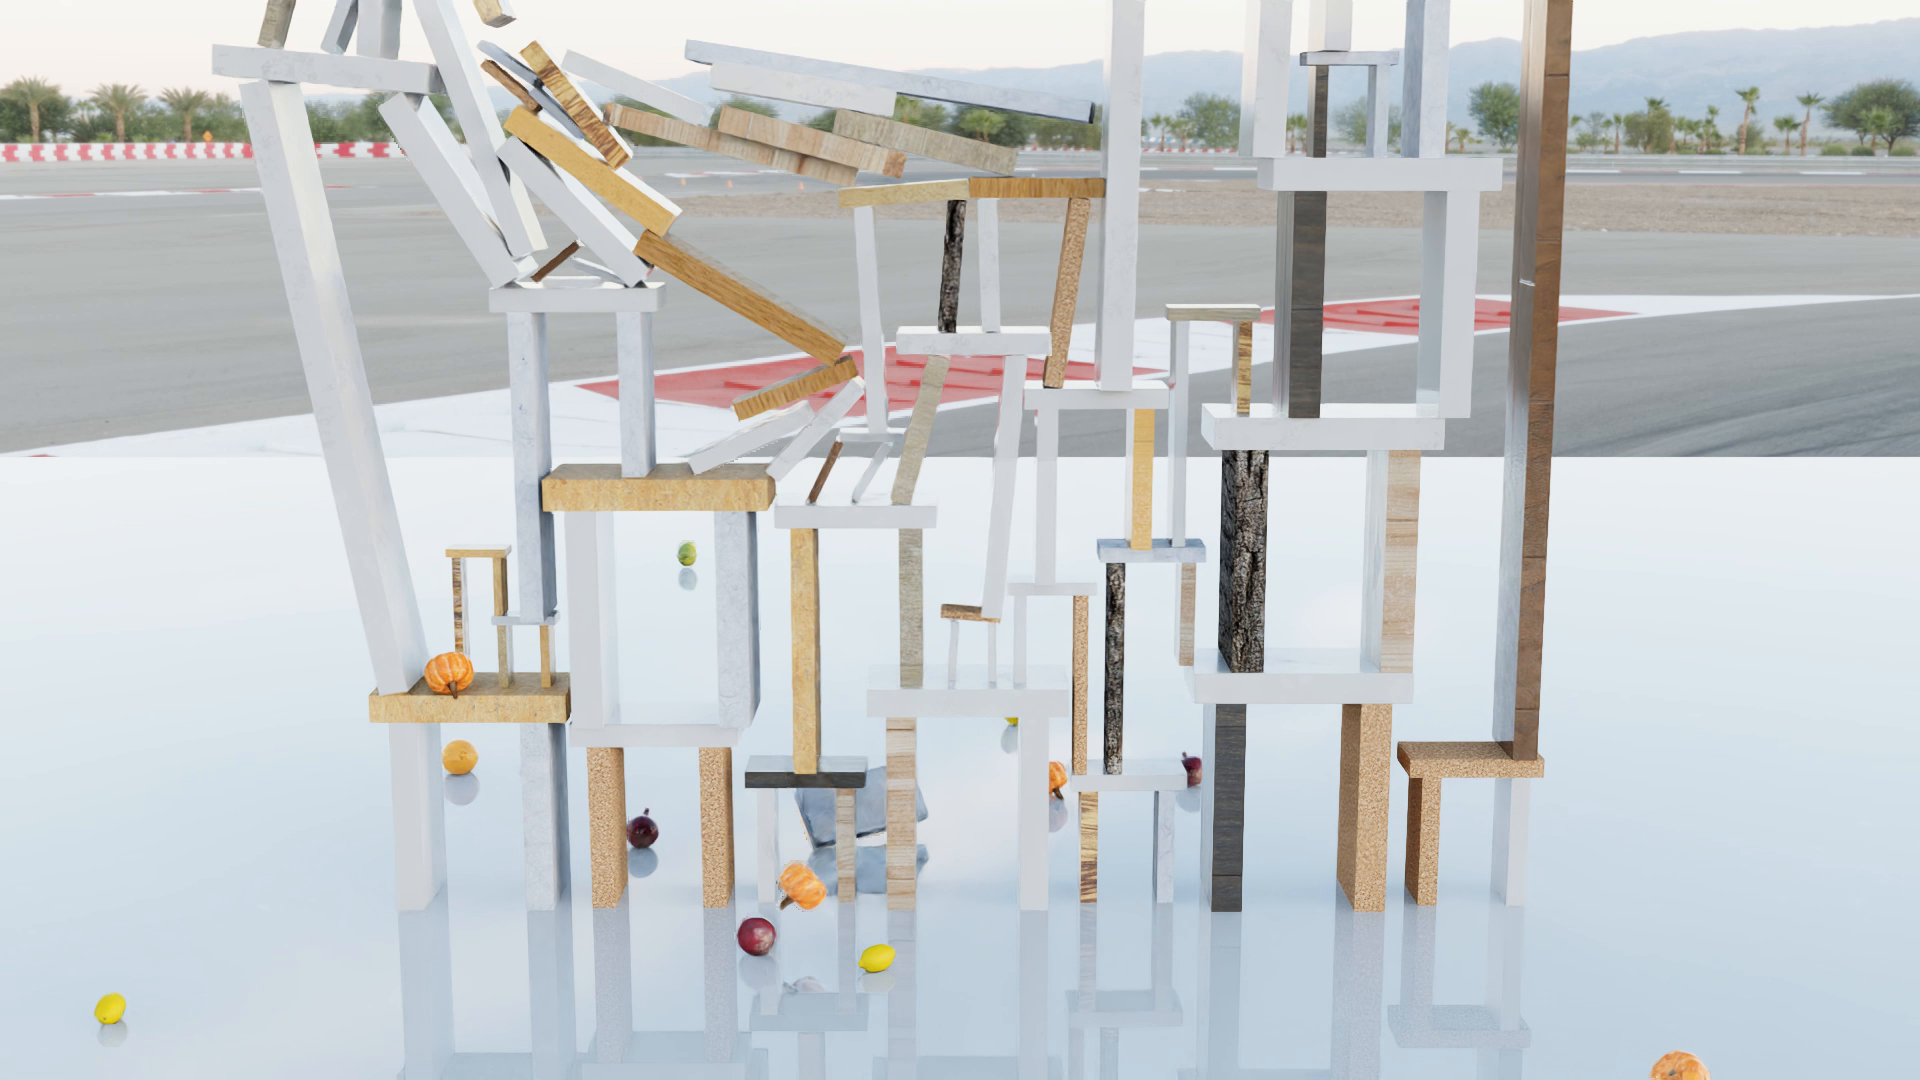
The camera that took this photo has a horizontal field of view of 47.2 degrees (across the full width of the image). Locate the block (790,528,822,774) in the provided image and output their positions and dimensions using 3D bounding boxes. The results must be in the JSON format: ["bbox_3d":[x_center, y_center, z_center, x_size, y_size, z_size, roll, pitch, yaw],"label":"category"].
[{"bbox_3d":[-0.251,0.170,3.594,0.037,0.406,0.130,0,11,0],"label":"block"}]

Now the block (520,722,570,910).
[{"bbox_3d":[-0.686,0.435,3.640,0.045,0.316,0.158,0,11,0],"label":"block"}]

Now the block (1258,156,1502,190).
[{"bbox_3d":[0.653,-0.575,3.447,0.350,0.050,0.175,0,11,0],"label":"block"}]

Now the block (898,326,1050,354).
[{"bbox_3d":[0.021,-0.318,3.503,0.239,0.034,0.119,0,11,0],"label":"block"}]

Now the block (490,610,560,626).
[{"bbox_3d":[-0.707,0.126,3.584,0.104,0.015,0.052,0,11,0],"label":"block"}]

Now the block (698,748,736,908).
[{"bbox_3d":[-0.402,0.456,3.645,0.039,0.272,0.136,0,11,0],"label":"block"}]

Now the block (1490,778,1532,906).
[{"bbox_3d":[0.912,0.483,3.646,0.031,0.218,0.109,0,11,0],"label":"block"}]

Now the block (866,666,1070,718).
[{"bbox_3d":[0.013,0.247,3.608,0.325,0.046,0.162,0,11,0],"label":"block"}]

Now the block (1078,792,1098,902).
[{"bbox_3d":[0.212,0.496,3.654,0.027,0.191,0.095,0,11,0],"label":"block"}]

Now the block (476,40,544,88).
[{"bbox_3d":[-0.697,-0.740,3.415,0.105,0.015,0.053,34,10,1],"label":"block"}]

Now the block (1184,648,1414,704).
[{"bbox_3d":[0.550,0.221,3.600,0.350,0.050,0.175,0,11,0],"label":"block"}]

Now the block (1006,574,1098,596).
[{"bbox_3d":[0.148,0.072,3.570,0.146,0.021,0.073,0,11,0],"label":"block"}]

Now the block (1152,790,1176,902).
[{"bbox_3d":[0.338,0.495,3.655,0.027,0.191,0.095,0,11,0],"label":"block"}]

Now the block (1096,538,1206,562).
[{"bbox_3d":[0.310,0.017,3.568,0.170,0.024,0.085,0,11,-1],"label":"block"}]

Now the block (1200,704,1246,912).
[{"bbox_3d":[0.434,0.418,3.637,0.050,0.350,0.175,0,11,0],"label":"block"}]

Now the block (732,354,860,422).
[{"bbox_3d":[-0.263,-0.244,3.515,0.203,0.029,0.101,-21,10,-2],"label":"block"}]

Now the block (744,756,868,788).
[{"bbox_3d":[-0.253,0.383,3.634,0.196,0.028,0.098,0,11,0],"label":"block"}]

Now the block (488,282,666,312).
[{"bbox_3d":[-0.604,-0.385,3.488,0.260,0.037,0.130,0,11,0],"label":"block"}]

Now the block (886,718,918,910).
[{"bbox_3d":[-0.096,0.430,3.642,0.046,0.325,0.162,0,11,0],"label":"block"}]

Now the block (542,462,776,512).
[{"bbox_3d":[-0.479,-0.086,3.539,0.353,0.050,0.176,0,11,0],"label":"block"}]

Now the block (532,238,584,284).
[{"bbox_3d":[-0.634,-0.440,3.469,0.092,0.013,0.046,-38,11,5],"label":"block"}]

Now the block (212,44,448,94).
[{"bbox_3d":[-0.974,-0.731,3.420,0.325,0.046,0.162,5,10,-1],"label":"block"}]

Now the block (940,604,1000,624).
[{"bbox_3d":[0.017,0.119,3.578,0.098,0.014,0.049,5,11,-1],"label":"block"}]

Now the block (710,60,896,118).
[{"bbox_3d":[-0.244,-0.703,3.437,0.284,0.040,0.142,8,9,-5],"label":"block"}]

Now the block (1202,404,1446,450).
[{"bbox_3d":[0.578,-0.183,3.529,0.360,0.051,0.180,0,11,0],"label":"block"}]

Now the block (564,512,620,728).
[{"bbox_3d":[-0.597,0.112,3.576,0.050,0.353,0.176,0,11,0],"label":"block"}]

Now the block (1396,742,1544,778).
[{"bbox_3d":[0.840,0.361,3.623,0.218,0.031,0.109,0,11,0],"label":"block"}]

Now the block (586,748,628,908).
[{"bbox_3d":[-0.583,0.456,3.645,0.039,0.272,0.136,0,11,0],"label":"block"}]

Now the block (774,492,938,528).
[{"bbox_3d":[-0.165,-0.048,3.554,0.259,0.037,0.130,0,11,0],"label":"block"}]

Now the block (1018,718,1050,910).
[{"bbox_3d":[0.121,0.430,3.642,0.046,0.325,0.162,0,11,0],"label":"block"}]

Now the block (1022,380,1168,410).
[{"bbox_3d":[0.214,-0.232,3.513,0.227,0.032,0.113,0,11,-1],"label":"block"}]

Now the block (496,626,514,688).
[{"bbox_3d":[-0.743,0.184,3.595,0.015,0.103,0.052,0,11,0],"label":"block"}]

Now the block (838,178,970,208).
[{"bbox_3d":[-0.087,-0.545,3.459,0.203,0.029,0.102,-4,10,1],"label":"block"}]

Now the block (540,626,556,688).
[{"bbox_3d":[-0.674,0.184,3.595,0.015,0.103,0.052,0,11,0],"label":"block"}]

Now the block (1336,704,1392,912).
[{"bbox_3d":[0.668,0.418,3.637,0.050,0.350,0.175,0,11,0],"label":"block"}]

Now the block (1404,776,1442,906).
[{"bbox_3d":[0.767,0.483,3.646,0.031,0.218,0.109,0,11,0],"label":"block"}]

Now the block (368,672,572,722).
[{"bbox_3d":[-0.791,0.257,3.608,0.316,0.045,0.158,0,11,0],"label":"block"}]

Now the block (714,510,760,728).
[{"bbox_3d":[-0.361,0.112,3.577,0.050,0.353,0.176,0,11,0],"label":"block"}]

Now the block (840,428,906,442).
[{"bbox_3d":[-0.140,-0.168,3.527,0.104,0.015,0.052,0,10,0],"label":"block"}]

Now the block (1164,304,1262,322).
[{"bbox_3d":[0.402,-0.362,3.498,0.146,0.021,0.073,0,11,1],"label":"block"}]

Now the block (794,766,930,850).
[{"bbox_3d":[-0.176,0.475,3.950,0.220,0.110,0.031,-12,-24,-25],"label":"block"}]

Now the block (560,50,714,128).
[{"bbox_3d":[-0.501,-0.702,3.425,0.227,0.032,0.113,22,8,-3],"label":"block"}]

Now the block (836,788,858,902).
[{"bbox_3d":[-0.188,0.493,3.655,0.028,0.196,0.098,0,11,0],"label":"block"}]

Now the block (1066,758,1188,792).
[{"bbox_3d":[0.275,0.388,3.637,0.191,0.027,0.095,0,11,-2],"label":"block"}]

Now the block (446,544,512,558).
[{"bbox_3d":[-0.781,0.017,3.566,0.096,0.014,0.048,0,11,1],"label":"block"}]

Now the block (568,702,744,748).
[{"bbox_3d":[-0.495,0.304,3.616,0.272,0.039,0.136,0,11,0],"label":"block"}]

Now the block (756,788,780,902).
[{"bbox_3d":[-0.318,0.493,3.655,0.028,0.196,0.098,0,11,0],"label":"block"}]

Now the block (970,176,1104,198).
[{"bbox_3d":[0.119,-0.554,3.453,0.209,0.030,0.104,0,11,0],"label":"block"}]

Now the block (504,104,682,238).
[{"bbox_3d":[-0.572,-0.581,3.449,0.291,0.041,0.145,35,8,-9],"label":"block"}]

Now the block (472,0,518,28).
[{"bbox_3d":[-0.762,-0.914,3.384,0.035,0.248,0.124,-24,9,3],"label":"block"}]

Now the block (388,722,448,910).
[{"bbox_3d":[-0.896,0.435,3.640,0.045,0.316,0.158,0,11,0],"label":"block"}]

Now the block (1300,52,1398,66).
[{"bbox_3d":[0.605,-0.749,3.421,0.141,0.020,0.071,0,11,-1],"label":"block"}]
